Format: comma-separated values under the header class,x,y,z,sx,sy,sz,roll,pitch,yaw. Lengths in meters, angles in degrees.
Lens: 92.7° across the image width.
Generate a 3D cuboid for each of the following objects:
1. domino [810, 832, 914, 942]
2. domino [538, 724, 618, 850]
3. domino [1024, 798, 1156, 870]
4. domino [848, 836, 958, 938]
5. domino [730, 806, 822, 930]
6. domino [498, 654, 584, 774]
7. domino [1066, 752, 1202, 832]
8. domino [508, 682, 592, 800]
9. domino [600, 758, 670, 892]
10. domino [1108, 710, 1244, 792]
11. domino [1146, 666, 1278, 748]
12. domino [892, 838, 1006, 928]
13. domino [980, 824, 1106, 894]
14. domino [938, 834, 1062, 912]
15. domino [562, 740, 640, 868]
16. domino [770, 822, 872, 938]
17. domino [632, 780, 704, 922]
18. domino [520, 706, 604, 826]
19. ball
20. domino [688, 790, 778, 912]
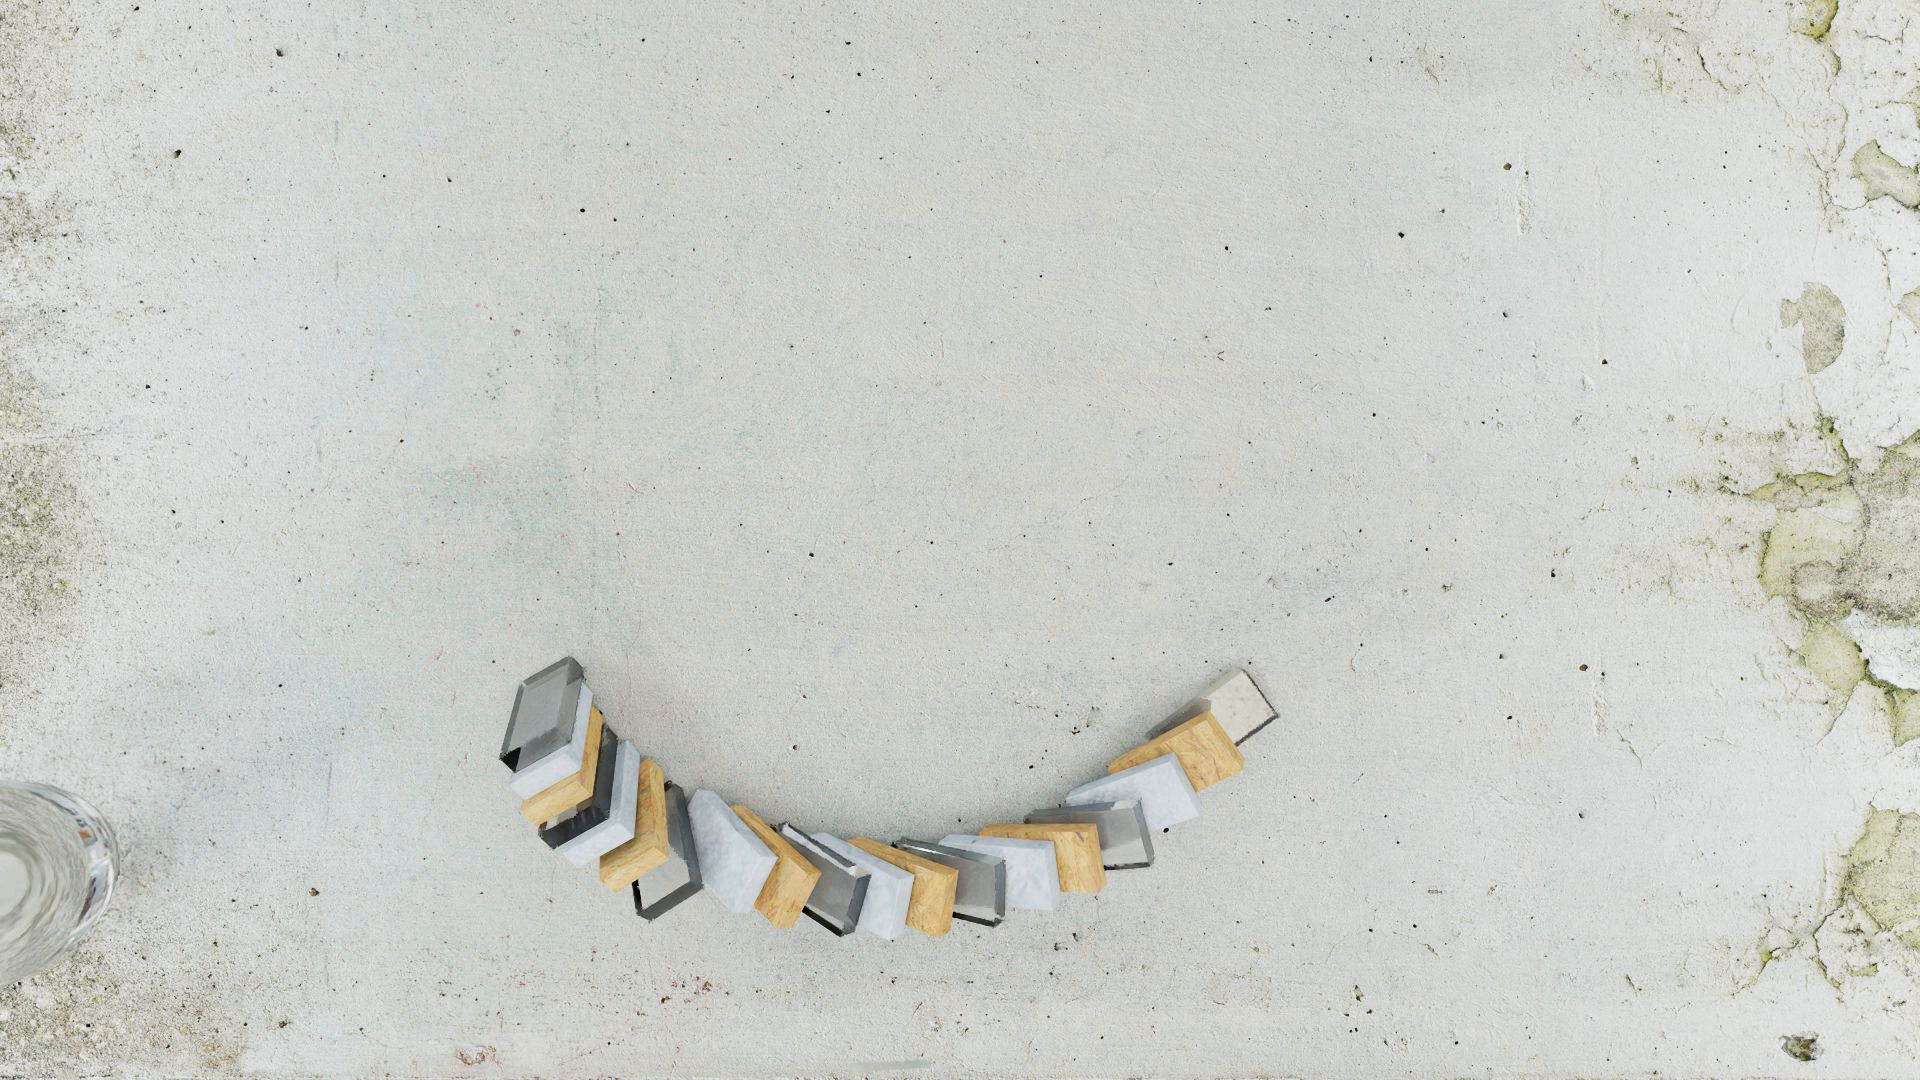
class,x,y,z,sx,sy,sz,roll,pitch,yaw
domino,-0.044,0.143,0.382,0.050,0.009,0.025,12,92,33
domino,-0.156,0.100,0.376,0.025,0.050,0.010,-29,121,0
domino,0.054,0.125,0.384,0.050,0.010,0.025,-15,90,28
domino,-0.026,0.144,0.383,0.050,0.009,0.025,8,90,30
domino,-0.083,0.136,0.383,0.050,0.009,0.025,28,90,32
domino,-0.171,0.070,0.376,0.025,0.050,0.010,-29,121,0
domino,0.073,0.110,0.385,0.050,0.010,0.025,-28,90,26
domino,-0.167,0.081,0.376,0.025,0.050,0.010,-29,121,0
domino,-0.135,0.116,0.377,0.025,0.050,0.010,-32,126,0
domino,0.090,0.094,0.384,0.050,0.010,0.025,-36,90,26
domino,0.109,0.080,0.395,0.050,0.010,0.025,-36,90,0
domino,-0.005,0.143,0.384,0.050,0.010,0.025,1,90,30
domino,0.034,0.133,0.384,0.050,0.010,0.025,-10,90,29
domino,0.016,0.138,0.383,0.050,0.009,0.025,-7,92,30
domino,-0.146,0.107,0.376,0.025,0.050,0.009,-29,121,0
domino,-0.062,0.141,0.382,0.050,0.009,0.025,18,93,33
domino,-0.124,0.127,0.379,0.025,0.010,0.050,-32,46,0
domino,-0.162,0.091,0.376,0.025,0.050,0.009,-29,121,0
ball,-0.384,0.136,0.360,0.080,0.080,0.080,0,90,0
domino,-0.099,0.128,0.381,0.050,0.010,0.025,28,90,39
